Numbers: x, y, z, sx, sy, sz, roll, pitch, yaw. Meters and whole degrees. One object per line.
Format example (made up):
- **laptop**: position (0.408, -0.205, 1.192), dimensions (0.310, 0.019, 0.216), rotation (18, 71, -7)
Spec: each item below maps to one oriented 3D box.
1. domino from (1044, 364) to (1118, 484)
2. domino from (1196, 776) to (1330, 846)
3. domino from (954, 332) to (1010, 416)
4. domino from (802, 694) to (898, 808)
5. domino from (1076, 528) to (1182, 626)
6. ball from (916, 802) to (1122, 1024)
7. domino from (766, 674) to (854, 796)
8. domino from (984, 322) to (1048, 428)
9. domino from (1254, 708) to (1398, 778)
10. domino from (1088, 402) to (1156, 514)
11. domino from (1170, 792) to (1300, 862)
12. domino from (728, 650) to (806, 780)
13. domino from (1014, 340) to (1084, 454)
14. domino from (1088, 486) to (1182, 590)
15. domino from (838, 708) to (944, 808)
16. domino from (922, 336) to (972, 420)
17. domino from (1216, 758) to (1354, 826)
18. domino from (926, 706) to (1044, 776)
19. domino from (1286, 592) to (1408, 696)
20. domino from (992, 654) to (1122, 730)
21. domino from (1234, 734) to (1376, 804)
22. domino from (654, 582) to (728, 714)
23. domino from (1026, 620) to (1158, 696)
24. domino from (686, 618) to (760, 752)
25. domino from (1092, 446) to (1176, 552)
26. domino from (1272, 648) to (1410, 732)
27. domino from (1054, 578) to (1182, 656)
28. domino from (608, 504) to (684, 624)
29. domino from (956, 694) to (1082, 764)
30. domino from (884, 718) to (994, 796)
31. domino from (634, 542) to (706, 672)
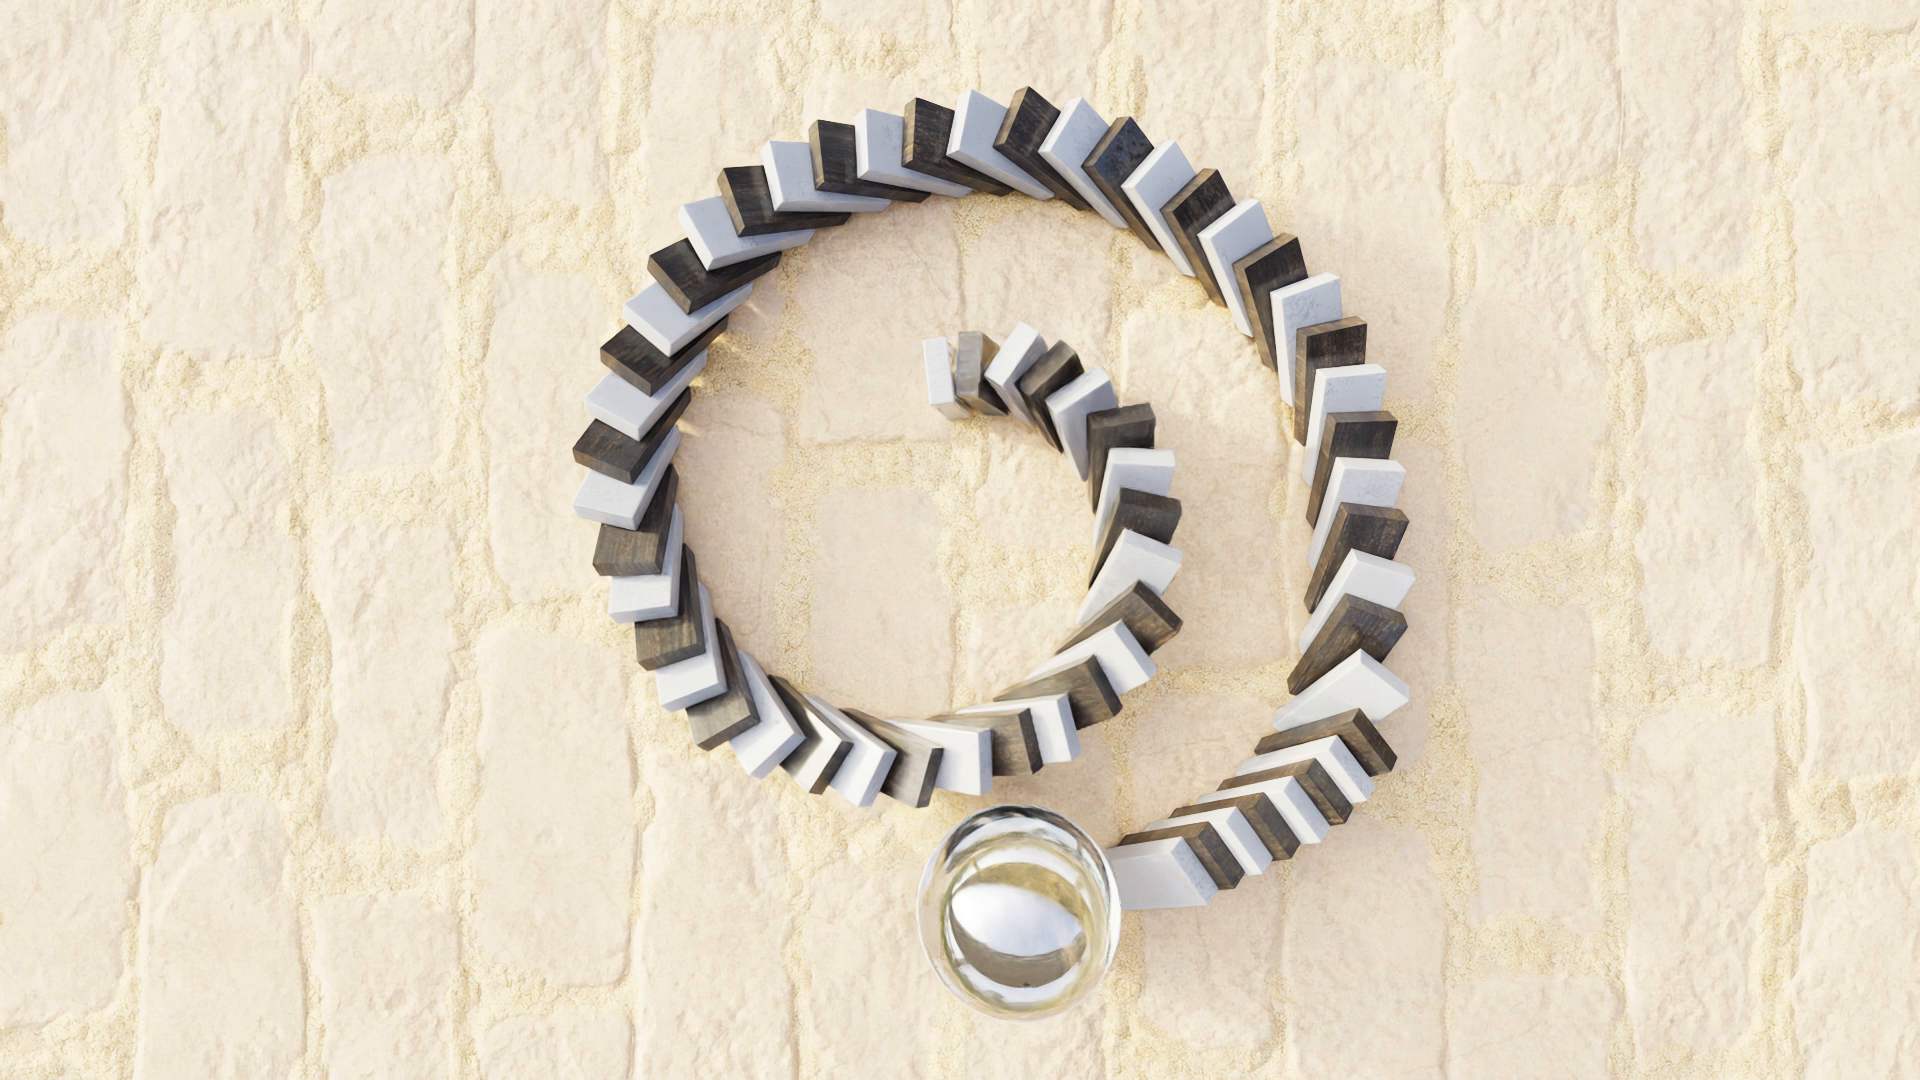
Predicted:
- **domino**: position (0.053, -0.047, 0.377), dimensions (0.025, 0.050, 0.010), rotation (-33, 54, 0)
- **domino**: position (0.123, 0.114, 0.377), dimensions (0.010, 0.050, 0.025), rotation (-37, 91, -39)
- **domino**: position (0.010, -0.067, 0.375), dimensions (0.009, 0.050, 0.025), rotation (4, 90, 17)
- **domino**: position (-0.051, 0.087, 0.382), dimensions (0.050, 0.010, 0.025), rotation (26, 91, 35)
- **domino**: position (0.069, 0.020, 0.380), dimensions (0.025, 0.009, 0.050), rotation (22, 130, 0)
- **ball**: position (0.023, 0.145, 0.360), dimensions (0.080, 0.080, 0.080), rotation (0, 90, 0)
- **domino**: position (-0.069, 0.080, 0.382), dimensions (0.050, 0.010, 0.025), rotation (33, 90, 34)
- **domino**: position (0.028, -0.066, 0.375), dimensions (0.010, 0.050, 0.025), rotation (35, 90, 23)
- **domino**: position (0.150, 0.088, 0.378), dimensions (0.025, 0.050, 0.010), rotation (53, 48, 0)
- **domino**: position (0.066, -0.033, 0.378), dimensions (0.025, 0.050, 0.009), rotation (-10, 49, 0)
- **domino**: position (0.111, 0.120, 0.378), dimensions (0.010, 0.050, 0.025), rotation (-36, 90, -39)
- **domino**: position (-0.087, 0.072, 0.382), dimensions (0.025, 0.009, 0.050), rotation (-43, 56, 0)
- **domino**: position (0.041, -0.058, 0.376), dimensions (0.025, 0.050, 0.009), rotation (-43, 60, 0)
- **domino**: position (0.072, 0.003, 0.380), dimensions (0.025, 0.009, 0.050), rotation (12, 132, 0)
- **domino**: position (-0.032, 0.090, 0.383), dimensions (0.050, 0.010, 0.025), rotation (15, 90, 33)
- **domino**: position (-0.005, -0.065, 0.375), dimensions (0.010, 0.050, 0.025), rotation (-6, 90, 8)
- **domino**: position (0.132, 0.107, 0.378), dimensions (0.010, 0.050, 0.025), rotation (-37, 90, -39)
- **domino**: position (0.008, 0.085, 0.382), dimensions (0.050, 0.010, 0.025), rotation (-13, 91, 34)
- **domino**: position (0.161, 0.048, 0.383), dimensions (0.025, 0.009, 0.050), rotation (20, 122, 0)
- **domino**: position (0.040, 0.068, 0.382), dimensions (0.050, 0.010, 0.025), rotation (-29, 90, 35)
- **domino**: position (0.141, 0.098, 0.378), dimensions (0.009, 0.050, 0.025), rotation (-37, 90, -39)
- **domino**: position (-0.114, 0.044, 0.382), dimensions (0.025, 0.009, 0.050), rotation (-22, 57, 1)
- **domino**: position (0.054, 0.056, 0.381), dimensions (0.050, 0.010, 0.025), rotation (-36, 90, 36)
- **domino**: position (-0.103, 0.060, 0.382), dimensions (0.025, 0.010, 0.050), rotation (-30, 56, 0)
- **domino**: position (0.071, -0.015, 0.379), dimensions (0.025, 0.050, 0.009), rotation (3, 45, 0)
- **domino**: position (0.158, 0.069, 0.381), dimensions (0.025, 0.010, 0.050), rotation (38, 127, 0)
- **domino**: position (0.065, 0.041, 0.381), dimensions (0.025, 0.010, 0.050), rotation (44, 127, 0)
- **domino**: position (-0.130, 0.009, 0.383), dimensions (0.025, 0.009, 0.050), rotation (-8, 57, 0)
- **domino**: position (0.024, 0.080, 0.382), dimensions (0.050, 0.010, 0.025), rotation (-14, 90, 34)
- **domino**: position (-0.010, 0.089, 0.382), dimensions (0.050, 0.010, 0.025), rotation (-1, 92, 34)
- **domino**: position (-0.122, 0.027, 0.382), dimensions (0.025, 0.010, 0.050), rotation (-18, 57, 0)
